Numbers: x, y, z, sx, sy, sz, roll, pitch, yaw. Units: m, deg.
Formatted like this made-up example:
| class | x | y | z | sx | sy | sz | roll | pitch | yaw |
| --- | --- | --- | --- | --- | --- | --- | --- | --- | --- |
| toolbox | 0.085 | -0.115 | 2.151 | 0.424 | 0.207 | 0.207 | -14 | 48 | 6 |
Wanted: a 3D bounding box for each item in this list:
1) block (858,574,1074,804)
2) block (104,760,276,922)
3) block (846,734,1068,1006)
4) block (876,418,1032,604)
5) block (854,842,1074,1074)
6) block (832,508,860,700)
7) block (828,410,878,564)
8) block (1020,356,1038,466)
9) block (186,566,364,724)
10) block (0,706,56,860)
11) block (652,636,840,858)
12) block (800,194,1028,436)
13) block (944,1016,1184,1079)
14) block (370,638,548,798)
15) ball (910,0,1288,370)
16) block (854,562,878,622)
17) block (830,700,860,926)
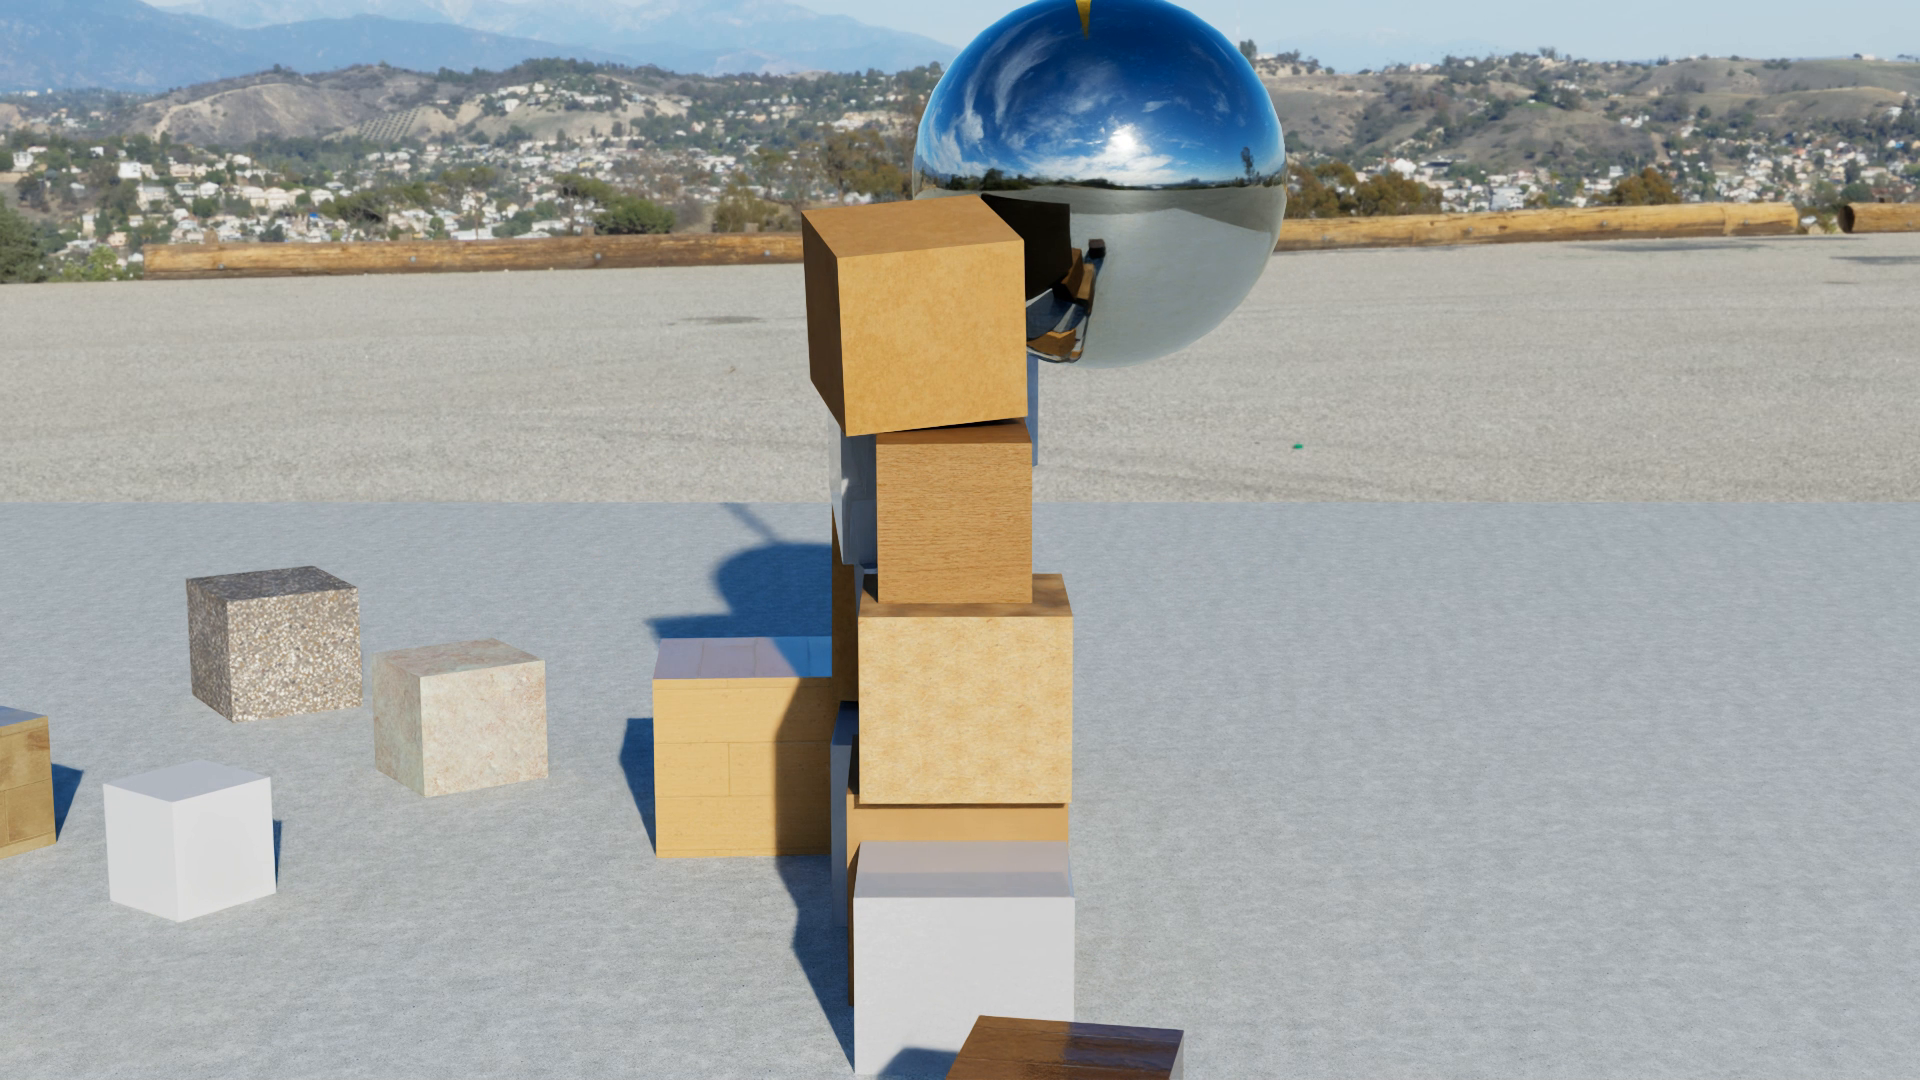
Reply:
| class | x | y | z | sx | sy | sz | roll | pitch | yaw |
| --- | --- | --- | --- | --- | --- | --- | --- | --- | --- |
| block | 0.017 | 0.555 | 9.867 | 0.786 | 0.706 | 0.829 | 0 | 10 | -1 |
| block | -3.312 | 1.285 | 11.040 | 0.483 | 0.521 | 0.498 | 8 | 13 | 37 |
| block | -0.015 | 1.287 | 10.152 | 0.835 | 0.836 | 0.889 | 0 | 10 | -1 |
| block | -0.028 | -0.122 | 9.904 | 0.579 | 0.608 | 0.649 | -1 | 11 | -1 |
| block | 0.014 | 1.517 | 9.393 | 0.776 | 0.654 | 0.677 | 0 | 10 | 0 |
| block | -0.120 | 0.250 | 11.466 | 0.811 | 0.862 | 0.801 | 0 | 2 | 4 |
| block | -0.197 | -0.402 | 10.711 | 0.658 | 0.734 | 0.664 | -3 | 31 | -7 |
| block | -0.067 | -0.706 | 12.454 | 0.702 | 0.728 | 0.587 | 6 | 13 | 28 |
| block | -3.878 | 0.576 | 14.504 | 0.738 | 0.678 | 0.779 | -6 | 12 | -32 |
| block | -4.594 | 1.117 | 11.723 | 0.606 | 0.607 | 0.597 | 7 | 12 | 34 |
| block | -0.978 | 0.953 | 12.000 | 0.855 | 0.832 | 0.847 | -1 | 10 | -4 |
| block | -0.184 | -0.890 | 10.028 | 0.716 | 0.702 | 0.718 | -7 | 23 | -12 |
| block | 0.299 | 1.856 | 7.560 | 0.634 | 0.644 | 0.718 | 2 | 11 | 11 |
| block | -2.536 | 0.887 | 12.994 | 0.663 | 0.606 | 0.639 | -7 | 12 | -34 |
| ball | 0.591 | -1.527 | 10.903 | 1.600 | 1.600 | 1.600 | 0 | 10 | 0 |
| block | -0.074 | 0.423 | 10.668 | 0.658 | 0.694 | 0.659 | -3 | 4 | -6 |
| block | -0.083 | 1.148 | 11.074 | 0.890 | 0.780 | 0.912 | 0 | 10 | 1 |
